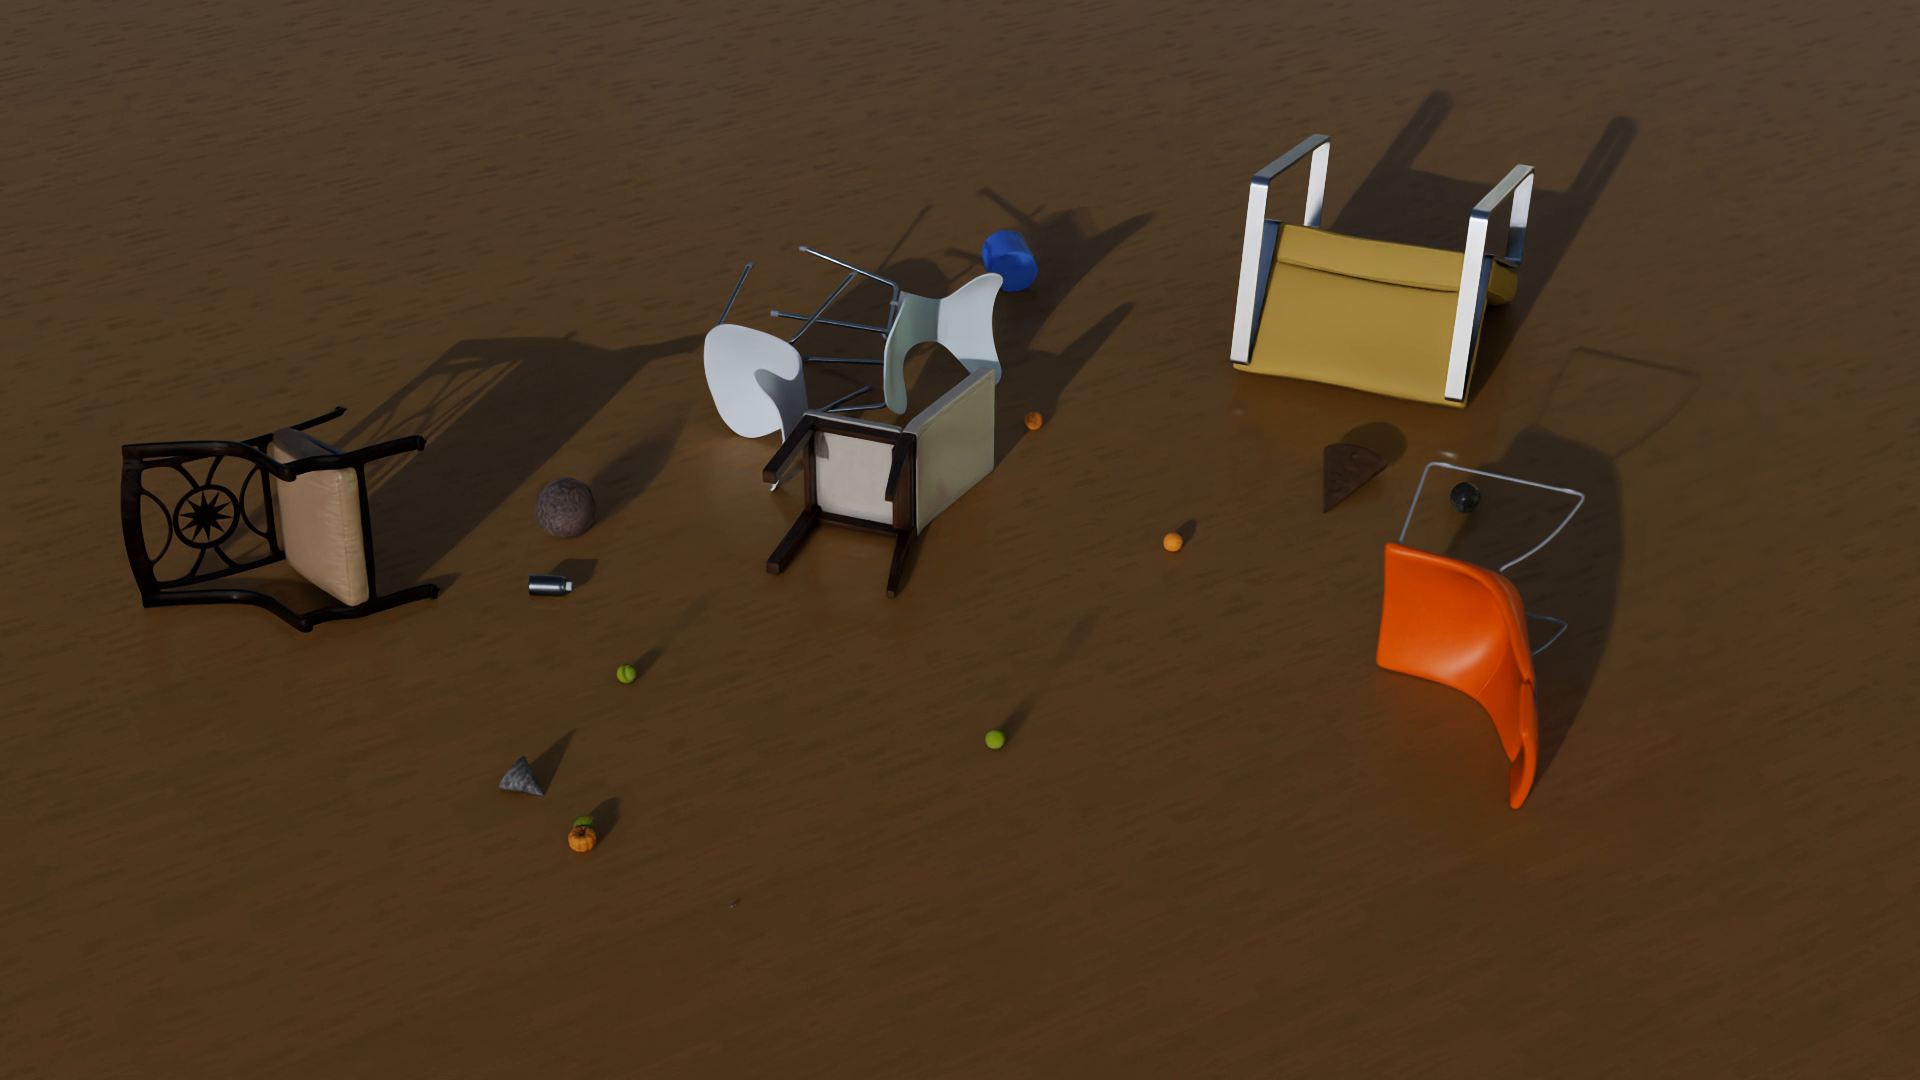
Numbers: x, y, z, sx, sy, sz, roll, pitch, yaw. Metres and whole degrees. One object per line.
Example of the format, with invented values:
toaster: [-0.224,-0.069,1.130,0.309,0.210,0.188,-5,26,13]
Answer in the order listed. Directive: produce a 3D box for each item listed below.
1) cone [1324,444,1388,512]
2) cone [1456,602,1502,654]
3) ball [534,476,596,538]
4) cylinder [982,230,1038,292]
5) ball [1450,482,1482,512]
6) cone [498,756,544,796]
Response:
cone: [1.451,-0.208,11.200,0.260,0.132,0.337,13,47,24]
cone: [1.796,0.341,10.357,0.169,0.177,0.171,-50,9,-17]
ball: [-1.470,-0.123,10.924,0.227,0.227,0.227,0,33,0]
cylinder: [0.213,-1.197,12.583,0.204,0.196,0.201,0,33,-13]
ball: [1.911,-0.161,11.083,0.116,0.116,0.116,0,33,0]
cone: [-1.423,0.806,9.671,0.136,0.120,0.144,35,39,7]
